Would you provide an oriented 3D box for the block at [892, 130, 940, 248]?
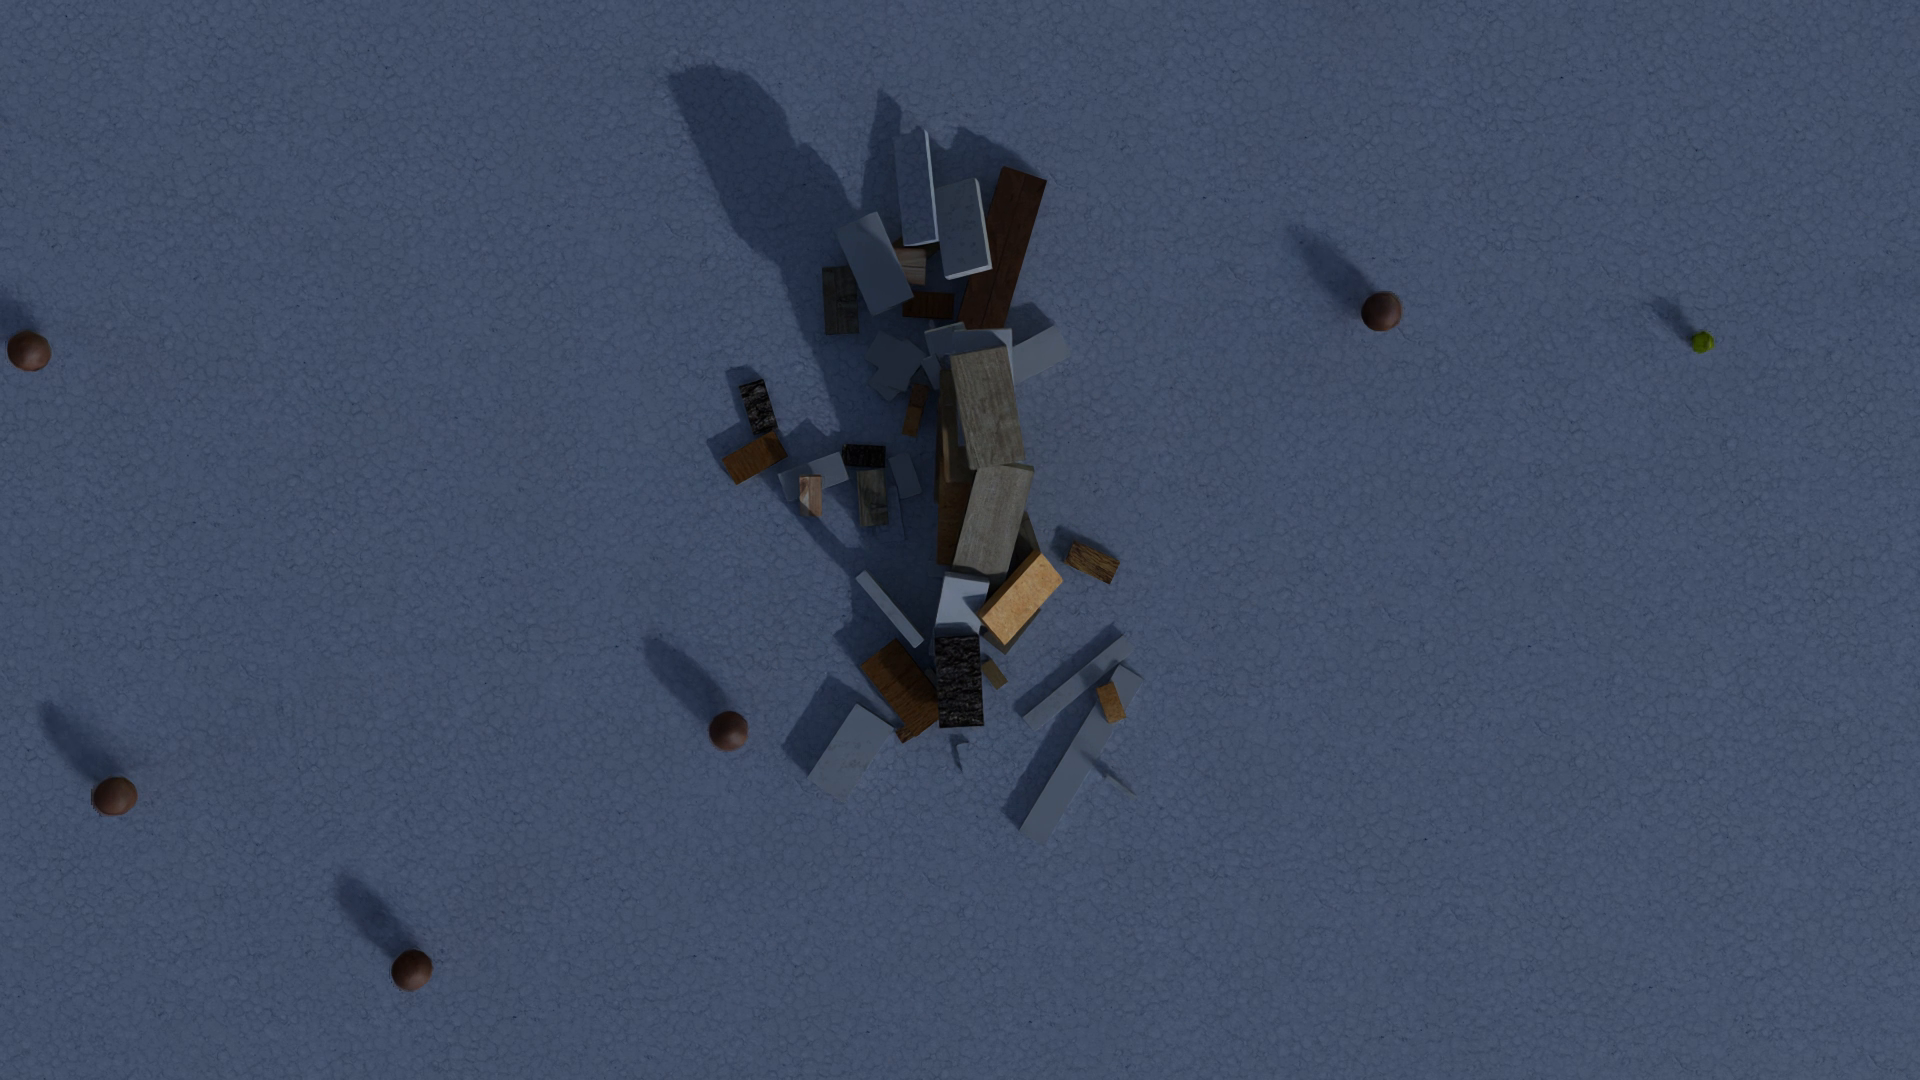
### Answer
[{"bbox_3d":[-0.146,-1.160,5.447,0.114,0.032,0.371,-8,84,20],"label":"block"}]

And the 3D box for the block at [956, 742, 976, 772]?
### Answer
[{"bbox_3d":[0.021,0.723,5.493,0.047,0.013,0.095,-13,90,0],"label":"block"}]

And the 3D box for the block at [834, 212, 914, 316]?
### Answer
[{"bbox_3d":[-0.281,-0.906,5.415,0.153,0.043,0.306,-24,90,0],"label":"block"}]

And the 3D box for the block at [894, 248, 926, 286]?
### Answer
[{"bbox_3d":[-0.227,-0.907,5.453,0.229,0.032,0.114,4,90,0],"label":"block"}]

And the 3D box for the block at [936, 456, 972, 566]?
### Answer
[{"bbox_3d":[0.018,-0.092,5.413,0.178,0.050,0.356,2,110,-1],"label":"block"}]

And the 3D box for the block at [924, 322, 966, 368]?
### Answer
[{"bbox_3d":[-0.018,-0.563,5.318,0.129,0.037,0.258,-14,110,6],"label":"block"}]

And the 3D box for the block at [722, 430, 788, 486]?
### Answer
[{"bbox_3d":[-0.682,-0.274,5.486,0.195,0.028,0.098,-30,90,0],"label":"block"}]

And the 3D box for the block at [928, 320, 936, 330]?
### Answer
[{"bbox_3d":[-0.080,-0.677,5.474,0.015,0.053,0.105,-20,90,0],"label":"block"}]

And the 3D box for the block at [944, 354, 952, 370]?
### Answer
[{"bbox_3d":[-0.027,-0.548,5.287,0.049,0.014,0.098,-2,106,-10],"label":"block"}]

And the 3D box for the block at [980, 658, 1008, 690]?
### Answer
[{"bbox_3d":[0.113,0.447,5.493,0.047,0.013,0.095,-36,90,0],"label":"block"}]

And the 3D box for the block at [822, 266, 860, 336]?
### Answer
[{"bbox_3d":[-0.397,-0.796,5.484,0.110,0.031,0.221,-3,90,0],"label":"block"}]

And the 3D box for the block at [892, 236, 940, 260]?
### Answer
[{"bbox_3d":[-0.176,-0.951,5.484,0.220,0.031,0.110,-40,90,0],"label":"block"}]

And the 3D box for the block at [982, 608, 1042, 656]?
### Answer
[{"bbox_3d":[0.173,0.277,5.486,0.097,0.028,0.194,39,90,0],"label":"block"}]

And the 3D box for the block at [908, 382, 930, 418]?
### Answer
[{"bbox_3d":[-0.139,-0.464,5.473,0.053,0.015,0.105,16,112,0],"label":"block"}]

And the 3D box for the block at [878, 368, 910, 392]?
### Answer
[{"bbox_3d":[-0.217,-0.526,5.434,0.098,0.014,0.049,18,90,0],"label":"block"}]

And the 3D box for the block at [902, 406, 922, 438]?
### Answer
[{"bbox_3d":[-0.159,-0.395,5.480,0.049,0.014,0.098,13,105,0],"label":"block"}]

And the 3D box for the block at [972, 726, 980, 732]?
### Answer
[{"bbox_3d":[0.034,0.539,5.456,0.025,0.088,0.176,-12,90,0],"label":"block"}]

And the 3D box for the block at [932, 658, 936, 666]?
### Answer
[{"bbox_3d":[-0.034,0.468,5.456,0.025,0.088,0.175,-30,90,0],"label":"block"}]

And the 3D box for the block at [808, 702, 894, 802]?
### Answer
[{"bbox_3d":[-0.363,0.706,5.479,0.149,0.042,0.299,33,90,0],"label":"block"}]

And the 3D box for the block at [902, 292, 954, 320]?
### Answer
[{"bbox_3d":[-0.106,-0.782,5.488,0.167,0.024,0.084,3,90,0],"label":"block"}]

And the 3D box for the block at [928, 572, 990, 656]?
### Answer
[{"bbox_3d":[-0.004,0.252,5.406,0.146,0.041,0.292,9,114,-6],"label":"block"}]

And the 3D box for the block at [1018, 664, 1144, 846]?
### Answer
[{"bbox_3d":[0.403,0.714,5.486,0.097,0.028,0.645,31,90,0],"label":"block"}]

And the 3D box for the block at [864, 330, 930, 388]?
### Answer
[{"bbox_3d":[-0.196,-0.596,5.484,0.221,0.031,0.110,29,90,0],"label":"block"}]

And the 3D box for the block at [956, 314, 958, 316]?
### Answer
[{"bbox_3d":[0.014,-0.693,5.491,0.059,0.017,0.119,3,90,0],"label":"block"}]

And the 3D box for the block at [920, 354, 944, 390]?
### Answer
[{"bbox_3d":[-0.080,-0.540,5.300,0.053,0.015,0.105,-23,109,10],"label":"block"}]

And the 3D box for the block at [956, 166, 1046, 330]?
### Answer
[{"bbox_3d":[0.111,-0.870,5.454,0.153,0.043,0.713,17,88,-9],"label":"block"}]

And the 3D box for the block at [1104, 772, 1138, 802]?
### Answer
[{"bbox_3d":[0.531,0.819,5.469,0.125,0.063,0.018,38,90,0],"label":"block"}]

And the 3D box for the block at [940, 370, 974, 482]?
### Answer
[{"bbox_3d":[0.031,-0.368,5.278,0.178,0.050,0.356,-3,102,-1],"label":"block"}]

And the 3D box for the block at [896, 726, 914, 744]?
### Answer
[{"bbox_3d":[-0.164,0.633,5.493,0.095,0.013,0.047,-32,90,0],"label":"block"}]

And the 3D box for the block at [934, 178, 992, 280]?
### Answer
[{"bbox_3d":[0.006,-1.024,5.429,0.153,0.043,0.306,-12,79,17],"label":"block"}]

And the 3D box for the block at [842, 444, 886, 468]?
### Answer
[{"bbox_3d":[-0.321,-0.280,5.490,0.143,0.020,0.072,3,90,0],"label":"block"}]

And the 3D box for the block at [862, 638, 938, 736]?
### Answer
[{"bbox_3d":[-0.179,0.489,5.471,0.149,0.042,0.299,-38,87,0],"label":"block"}]

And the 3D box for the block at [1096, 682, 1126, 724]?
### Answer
[{"bbox_3d":[0.500,0.540,5.464,0.063,0.018,0.125,-20,90,0],"label":"block"}]

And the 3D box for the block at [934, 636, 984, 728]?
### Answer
[{"bbox_3d":[-0.002,0.463,5.392,0.146,0.041,0.293,-3,90,0],"label":"block"}]

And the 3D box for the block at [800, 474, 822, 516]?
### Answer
[{"bbox_3d":[-0.494,-0.147,5.457,0.072,0.020,0.143,0,116,-4],"label":"block"}]

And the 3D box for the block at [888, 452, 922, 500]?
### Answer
[{"bbox_3d":[-0.182,-0.215,5.490,0.072,0.020,0.143,-19,90,0],"label":"block"}]

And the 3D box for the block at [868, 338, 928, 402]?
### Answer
[{"bbox_3d":[-0.205,-0.562,5.455,0.098,0.028,0.195,40,90,0],"label":"block"}]

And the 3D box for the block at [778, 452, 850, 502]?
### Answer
[{"bbox_3d":[-0.485,-0.211,5.475,0.219,0.028,0.098,-20,90,6],"label":"block"}]

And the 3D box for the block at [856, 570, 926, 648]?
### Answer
[{"bbox_3d":[-0.228,0.224,5.425,0.042,0.149,0.299,-40,90,0],"label":"block"}]

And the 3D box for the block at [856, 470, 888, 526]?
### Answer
[{"bbox_3d":[-0.289,-0.140,5.461,0.092,0.026,0.184,-4,90,0],"label":"block"}]

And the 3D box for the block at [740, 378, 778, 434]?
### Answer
[{"bbox_3d":[-0.670,-0.443,5.488,0.084,0.024,0.167,-17,90,0],"label":"block"}]

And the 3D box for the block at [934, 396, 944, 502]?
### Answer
[{"bbox_3d":[0.010,-0.290,5.393,0.178,0.050,0.356,2,117,-2],"label":"block"}]

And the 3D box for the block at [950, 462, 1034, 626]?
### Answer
[{"bbox_3d":[0.083,0.009,5.352,0.180,0.051,0.567,11,113,-7],"label":"block"}]

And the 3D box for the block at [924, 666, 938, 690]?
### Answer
[{"bbox_3d":[-0.055,0.496,5.456,0.025,0.088,0.176,-36,90,0],"label":"block"}]

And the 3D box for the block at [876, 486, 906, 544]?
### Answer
[{"bbox_3d":[-0.241,-0.084,5.487,0.092,0.026,0.184,-9,90,0],"label":"block"}]

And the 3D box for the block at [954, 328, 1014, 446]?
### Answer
[{"bbox_3d":[0.078,-0.479,5.177,0.180,0.051,0.360,-3,102,-1],"label":"block"}]

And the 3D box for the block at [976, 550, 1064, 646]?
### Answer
[{"bbox_3d":[0.196,0.188,5.409,0.292,0.041,0.146,-47,126,-10],"label":"block"}]

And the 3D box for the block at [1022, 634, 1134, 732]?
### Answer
[{"bbox_3d":[0.395,0.477,5.491,0.433,0.018,0.063,-39,90,0],"label":"block"}]

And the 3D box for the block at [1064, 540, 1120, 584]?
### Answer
[{"bbox_3d":[0.439,0.074,5.488,0.167,0.024,0.084,25,90,0],"label":"block"}]

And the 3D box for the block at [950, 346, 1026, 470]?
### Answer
[{"bbox_3d":[0.086,-0.412,5.139,0.180,0.051,0.360,-10,102,1],"label":"block"}]

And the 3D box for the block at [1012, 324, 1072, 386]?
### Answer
[{"bbox_3d":[0.243,-0.610,5.475,0.229,0.032,0.114,-28,92,-3],"label":"block"}]

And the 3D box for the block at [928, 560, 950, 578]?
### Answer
[{"bbox_3d":[-0.054,0.100,5.480,0.103,0.015,0.051,6,90,14],"label":"block"}]

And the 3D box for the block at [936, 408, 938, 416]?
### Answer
[{"bbox_3d":[0.015,-0.512,5.408,0.129,0.037,0.258,13,123,-6],"label":"block"}]

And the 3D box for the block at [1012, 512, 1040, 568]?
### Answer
[{"bbox_3d":[0.208,0.012,5.486,0.097,0.028,0.194,-19,90,0],"label":"block"}]
